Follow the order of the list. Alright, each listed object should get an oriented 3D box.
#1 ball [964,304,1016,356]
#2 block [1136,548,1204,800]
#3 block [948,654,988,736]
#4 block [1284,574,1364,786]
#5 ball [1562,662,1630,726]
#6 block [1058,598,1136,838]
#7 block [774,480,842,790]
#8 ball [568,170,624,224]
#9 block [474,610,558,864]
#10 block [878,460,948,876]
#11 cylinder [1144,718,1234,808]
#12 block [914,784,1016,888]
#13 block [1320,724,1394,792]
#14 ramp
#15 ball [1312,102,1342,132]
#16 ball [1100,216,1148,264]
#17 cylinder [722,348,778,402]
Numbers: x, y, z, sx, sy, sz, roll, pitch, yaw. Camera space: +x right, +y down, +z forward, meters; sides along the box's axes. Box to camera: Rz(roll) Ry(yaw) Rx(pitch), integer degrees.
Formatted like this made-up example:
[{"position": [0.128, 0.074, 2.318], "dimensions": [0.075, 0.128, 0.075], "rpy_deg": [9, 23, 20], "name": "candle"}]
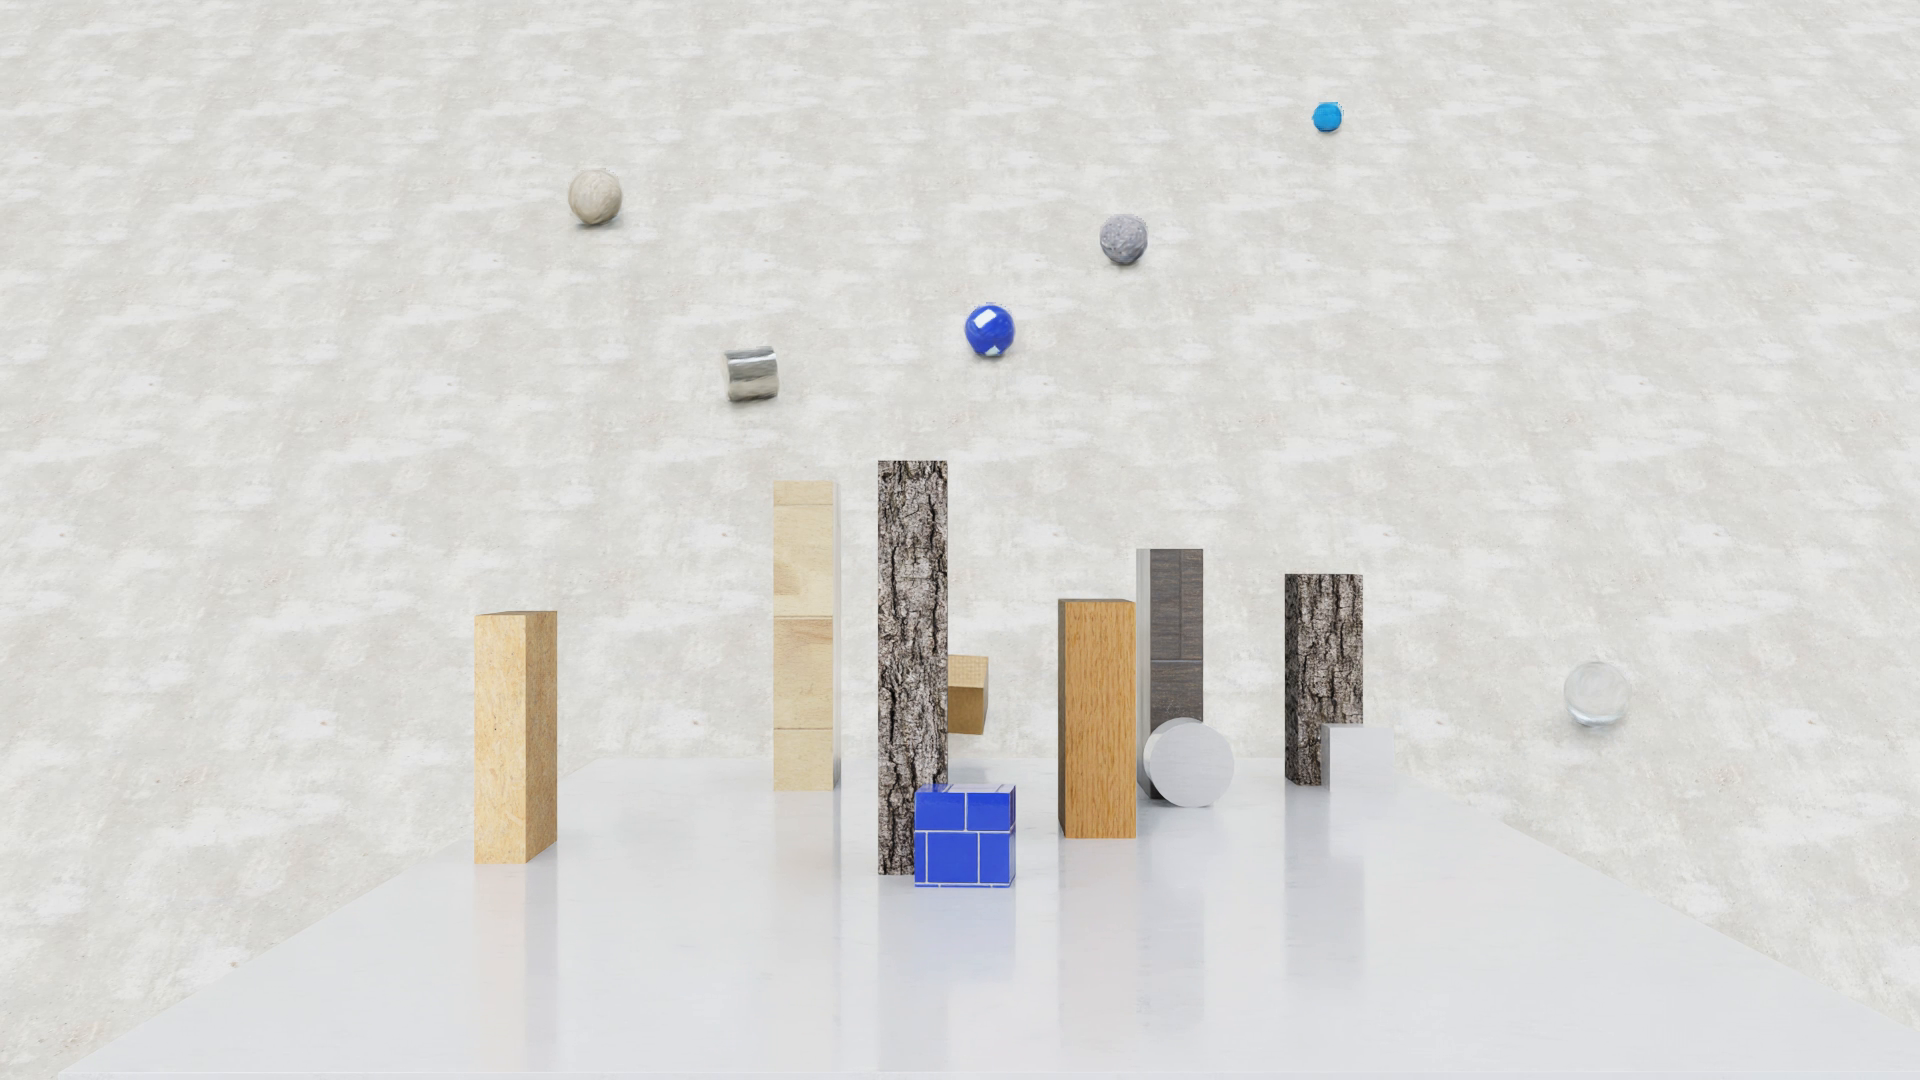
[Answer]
[{"position": [0.102, -0.715, 8.834], "dimensions": [0.177, 0.177, 0.177], "rpy_deg": [0, 31, 0], "name": "ball"}, {"position": [0.467, 0.289, 5.796], "dimensions": [0.115, 0.540, 0.439], "rpy_deg": [0, 0, 0], "name": "block"}, {"position": [-0.006, 0.413, 6.944], "dimensions": [0.152, 0.152, 0.152], "rpy_deg": [3, 31, 5], "name": "block"}, {"position": [0.843, 0.319, 6.009], "dimensions": [0.148, 0.481, 0.243], "rpy_deg": [0, 0, 0], "name": "block"}, {"position": [1.702, 0.412, 6.923], "dimensions": [0.176, 0.176, 0.176], "rpy_deg": [0, 31, 0], "name": "ball"}, {"position": [0.262, 0.337, 5.008], "dimensions": [0.131, 0.440, 0.372], "rpy_deg": [0, 0, 0], "name": "block"}, {"position": [-0.350, 0.214, 5.978], "dimensions": [0.133, 0.692, 0.407], "rpy_deg": [0, 0, 0], "name": "block"}, {"position": [-1.379, -1.299, 9.795], "dimensions": [0.208, 0.208, 0.208], "rpy_deg": [0, 31, 0], "name": "ball"}, {"position": [-0.790, 0.343, 4.620], "dimensions": [0.088, 0.426, 0.353], "rpy_deg": [0, 0, 0], "name": "block"}, {"position": [-0.079, 0.212, 4.433], "dimensions": [0.115, 0.686, 0.298], "rpy_deg": [0, 0, 0], "name": "block"}, {"position": [0.484, 0.470, 5.487], "dimensions": [0.177, 0.177, 0.177], "rpy_deg": [0, 0, 0], "name": "cylinder"}, {"position": [0.010, 0.478, 4.201], "dimensions": [0.151, 0.151, 0.151], "rpy_deg": [0, 0, 5], "name": "block"}, {"position": [0.892, 0.488, 5.816], "dimensions": [0.142, 0.142, 0.142], "rpy_deg": [0, 0, 0], "name": "block"}, {"position": [0.068, 0.606, 4.671], "dimensions": [2.000, 0.100, 4.000], "rpy_deg": [0, 0, 0], "name": "ramp"}, {"position": [1.507, -1.732, 10.618], "dimensions": [0.120, 0.120, 0.120], "rpy_deg": [0, 31, 0], "name": "ball"}, {"position": [0.601, -1.102, 9.491], "dimensions": [0.177, 0.177, 0.177], "rpy_deg": [0, 31, 0], "name": "ball"}, {"position": [-0.695, -0.549, 8.567], "dimensions": [0.162, 0.162, 0.162], "rpy_deg": [-7, 31, -12], "name": "cylinder"}]
